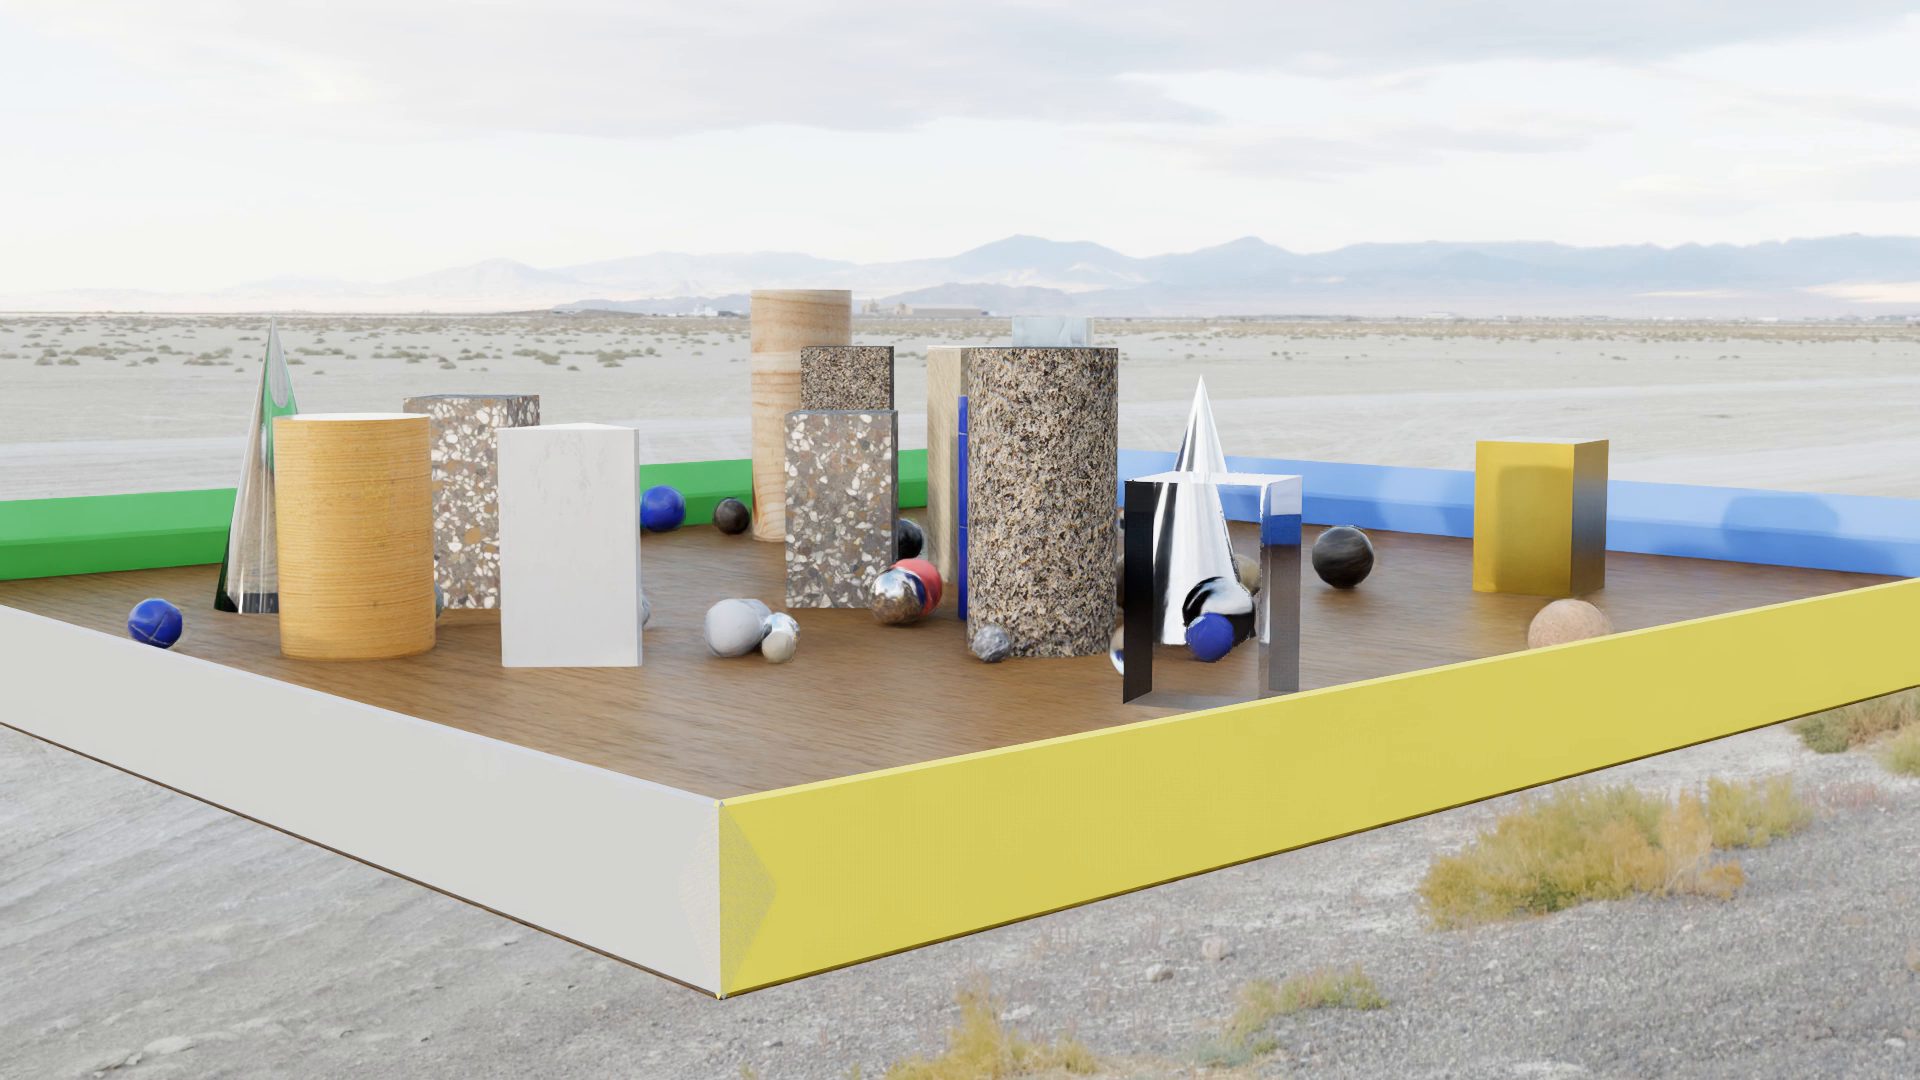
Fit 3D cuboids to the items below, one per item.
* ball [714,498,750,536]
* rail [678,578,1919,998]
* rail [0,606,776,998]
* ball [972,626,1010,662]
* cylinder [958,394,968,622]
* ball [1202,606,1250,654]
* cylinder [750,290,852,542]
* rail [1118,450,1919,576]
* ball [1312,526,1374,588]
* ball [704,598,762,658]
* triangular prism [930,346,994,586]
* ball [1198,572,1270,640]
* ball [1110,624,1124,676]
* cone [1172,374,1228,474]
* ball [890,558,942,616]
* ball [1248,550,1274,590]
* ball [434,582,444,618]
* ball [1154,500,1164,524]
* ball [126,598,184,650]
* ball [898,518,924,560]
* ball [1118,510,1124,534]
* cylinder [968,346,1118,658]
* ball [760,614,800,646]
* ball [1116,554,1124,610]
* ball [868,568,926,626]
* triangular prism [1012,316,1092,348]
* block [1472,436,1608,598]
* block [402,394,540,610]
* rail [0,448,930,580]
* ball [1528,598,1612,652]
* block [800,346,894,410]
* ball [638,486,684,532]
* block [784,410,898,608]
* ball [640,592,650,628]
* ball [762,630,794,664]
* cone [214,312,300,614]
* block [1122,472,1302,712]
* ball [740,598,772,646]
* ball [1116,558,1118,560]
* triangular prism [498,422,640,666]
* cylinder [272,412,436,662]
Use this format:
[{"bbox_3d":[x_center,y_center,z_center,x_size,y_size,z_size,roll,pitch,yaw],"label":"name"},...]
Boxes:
[{"bbox_3d":[-0.454,-0.046,4.381,0.073,0.073,0.073,0,6,0],"label":"ball"},{"bbox_3d":[0.872,0.132,2.392,2.838,0.129,0.045,-5,8,-42],"label":"rail"},{"bbox_3d":[-1.025,0.132,2.391,0.045,0.129,2.619,-5,8,-42],"label":"rail"},{"bbox_3d":[0.040,0.132,2.792,0.048,0.048,0.048,0,6,0],"label":"ball"},{"bbox_3d":[0.096,-0.048,3.199,0.199,0.322,0.199,0,6,0],"label":"cylinder"},{"bbox_3d":[0.347,0.118,2.863,0.061,0.061,0.061,0,6,0],"label":"ball"},{"bbox_3d":[-0.310,-0.246,4.313,0.199,0.485,0.199,0,6,0],"label":"cylinder"},{"bbox_3d":[1.025,-0.064,4.273,0.045,0.129,2.619,-5,8,-42],"label":"rail"},{"bbox_3d":[0.618,0.027,3.547,0.099,0.099,0.099,0,6,0],"label":"ball"},{"bbox_3d":[-0.292,0.114,2.833,0.076,0.076,0.076,0,6,0],"label":"ball"},{"bbox_3d":[0.002,-0.130,3.671,0.149,0.386,0.172,6,8,44],"label":"triangular prism"},{"bbox_3d":[0.368,0.091,2.949,0.097,0.097,0.097,0,6,0],"label":"ball"},{"bbox_3d":[0.218,0.133,2.652,0.075,0.075,0.075,0,6,0],"label":"ball"},{"bbox_3d":[0.337,-0.055,3.087,0.199,0.357,0.199,0,6,0],"label":"cone"},{"bbox_3d":[-0.069,0.069,3.204,0.087,0.087,0.087,0,6,0],"label":"ball"},{"bbox_3d":[0.451,0.053,3.421,0.075,0.075,0.075,0,6,0],"label":"ball"},{"bbox_3d":[-0.766,0.086,3.095,0.076,0.076,0.076,0,6,0],"label":"ball"},{"bbox_3d":[0.426,-0.049,4.412,0.071,0.071,0.071,0,6,0],"label":"ball"},{"bbox_3d":[-1.057,0.111,2.886,0.070,0.070,0.070,0,6,0],"label":"ball"},{"bbox_3d":[-0.105,0.002,3.877,0.081,0.081,0.081,0,6,0],"label":"ball"},{"bbox_3d":[0.344,-0.036,4.320,0.066,0.066,0.066,0,6,0],"label":"ball"},{"bbox_3d":[0.109,-0.055,2.910,0.199,0.396,0.199,0,6,0],"label":"cylinder"},{"bbox_3d":[-0.235,0.122,2.865,0.053,0.053,0.053,0,6,0],"label":"ball"},{"bbox_3d":[0.264,0.062,3.247,0.092,0.092,0.092,0,6,0],"label":"ball"},{"bbox_3d":[-0.089,0.080,3.122,0.083,0.083,0.083,0,6,0],"label":"ball"},{"bbox_3d":[0.210,-0.205,4.169,0.172,0.433,0.149,4,7,35],"label":"triangular prism"},{"bbox_3d":[0.929,-0.040,3.518,0.159,0.240,0.159,4,7,35],"label":"block"},{"bbox_3d":[-0.742,-0.062,3.365,0.159,0.315,0.159,1,6,7],"label":"block"},{"bbox_3d":[-0.872,-0.064,4.272,2.838,0.129,0.045,-5,8,-42],"label":"rail"},{"bbox_3d":[0.737,0.121,2.656,0.099,0.099,0.099,0,6,0],"label":"ball"},{"bbox_3d":[-0.205,-0.166,4.053,0.159,0.379,0.159,0,6,1],"label":"block"},{"bbox_3d":[-0.602,-0.063,4.429,0.096,0.096,0.096,0,6,0],"label":"ball"},{"bbox_3d":[-0.179,-0.051,3.372,0.159,0.290,0.159,0,6,2],"label":"block"},{"bbox_3d":[-0.461,0.098,3.060,0.060,0.060,0.060,0,6,0],"label":"ball"},{"bbox_3d":[-0.230,0.136,2.782,0.042,0.042,0.042,0,6,0],"label":"ball"},{"bbox_3d":[-1.031,-0.122,3.322,0.199,0.442,0.199,0,6,0],"label":"cone"},{"bbox_3d":[0.291,0.056,2.523,0.159,0.255,0.159,3,7,25],"label":"block"},{"bbox_3d":[-0.280,0.110,2.913,0.067,0.067,0.067,0,6,0],"label":"ball"},{"bbox_3d":[0.254,0.059,3.423,0.062,0.062,0.062,0,6,0],"label":"ball"},{"bbox_3d":[-0.490,0.003,2.822,0.172,0.298,0.149,0,6,-2],"label":"triangular prism"},{"bbox_3d":[-0.793,-0.008,2.886,0.199,0.307,0.199,0,6,0],"label":"cylinder"}]
